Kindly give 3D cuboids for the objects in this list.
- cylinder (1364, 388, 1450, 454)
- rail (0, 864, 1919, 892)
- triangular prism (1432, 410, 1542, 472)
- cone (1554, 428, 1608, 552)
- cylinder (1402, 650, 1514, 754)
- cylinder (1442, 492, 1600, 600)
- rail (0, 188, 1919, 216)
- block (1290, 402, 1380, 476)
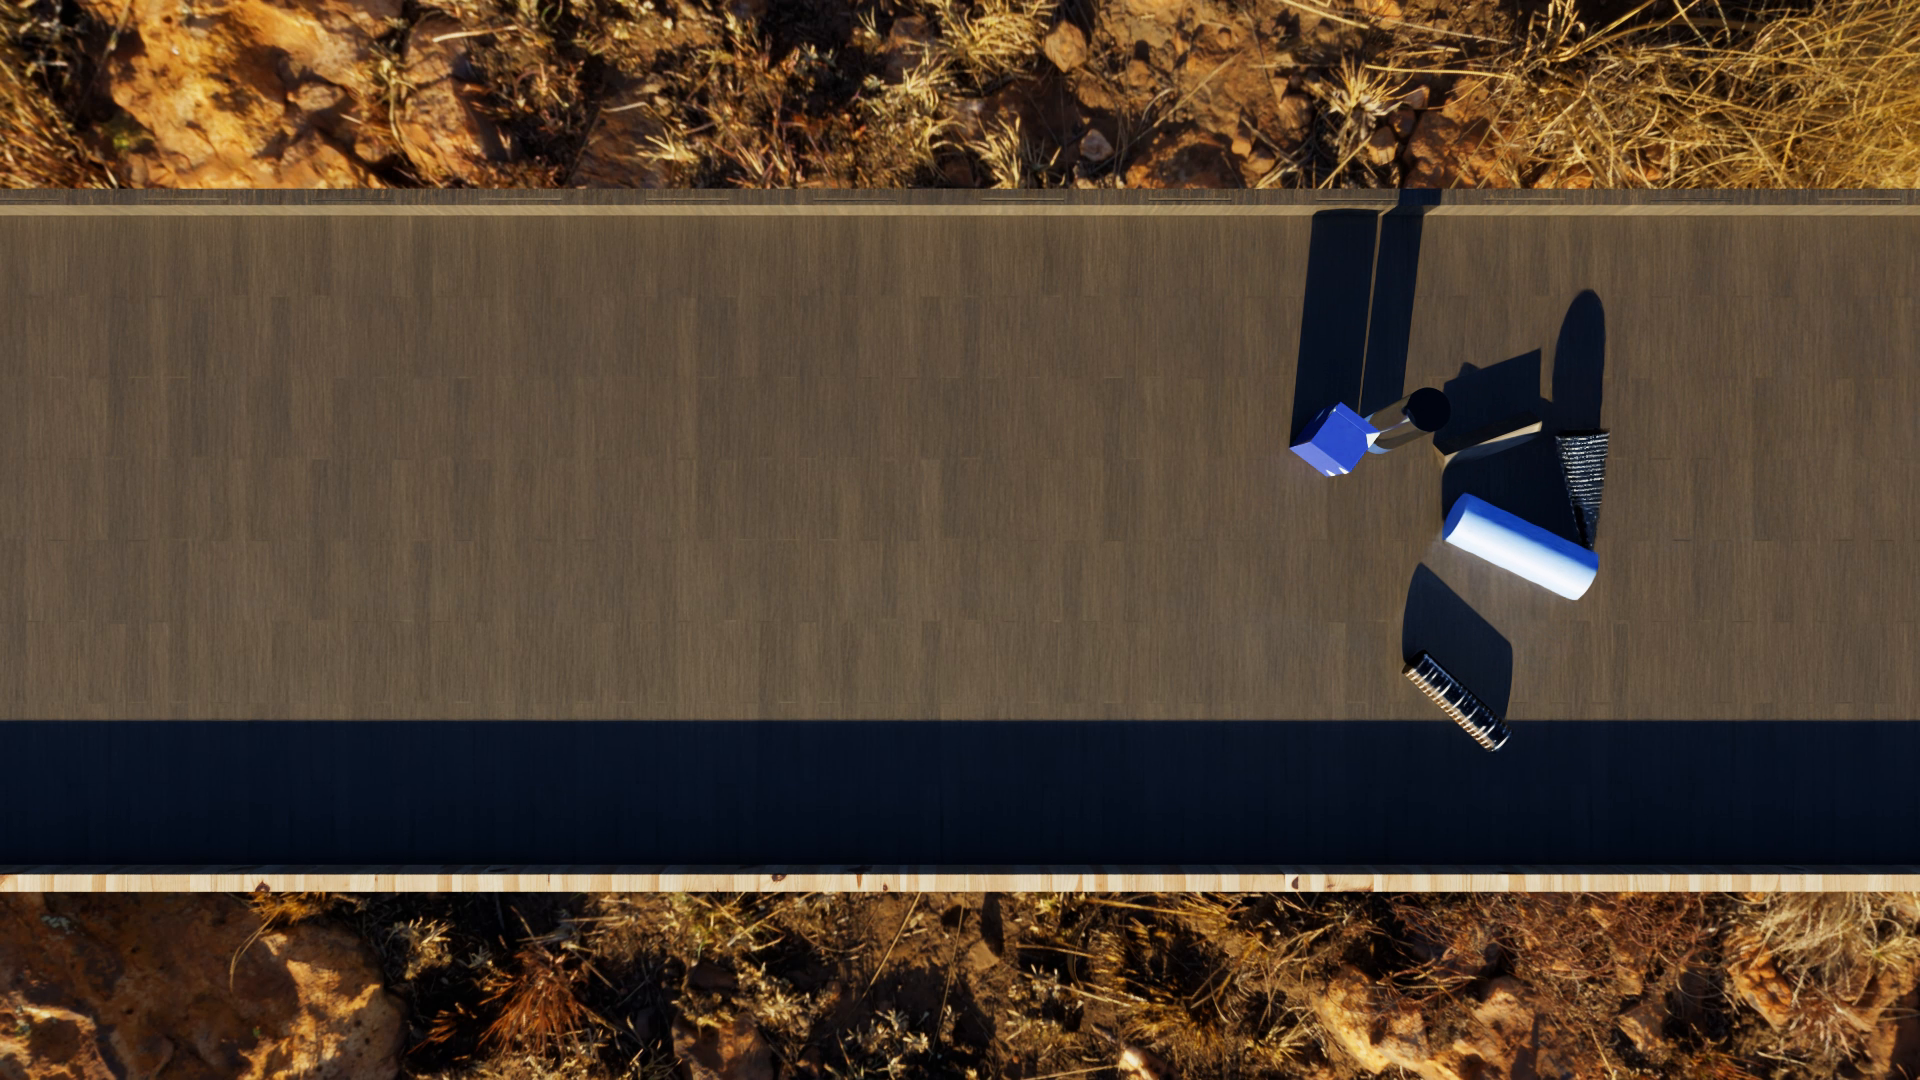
[{"bbox_3d":[1.298,-0.346,4.842,0.126,0.458,0.126,0,85,-3],"label":"cylinder"},{"bbox_3d":[-2.247,1.025,5.001,12.000,0.150,0.050,0,90,0],"label":"rail"},{"bbox_3d":[1.617,-0.304,5.036,0.313,0.077,0.089,-20,90,0],"label":"triangular prism"},{"bbox_3d":[1.911,-0.101,5.038,0.156,0.156,0.459,-7,100,0],"label":"cone"},{"bbox_3d":[1.516,0.492,5.026,0.361,0.100,0.100,42,90,0],"label":"cylinder"},{"bbox_3d":[1.695,0.020,4.998,0.434,0.158,0.158,25,90,0],"label":"cylinder"},{"bbox_3d":[-2.247,-1.025,5.002,12.000,0.150,0.050,0,90,0],"label":"rail"},{"bbox_3d":[1.115,-0.297,4.923,0.146,0.307,0.146,37,90,0],"label":"block"}]
